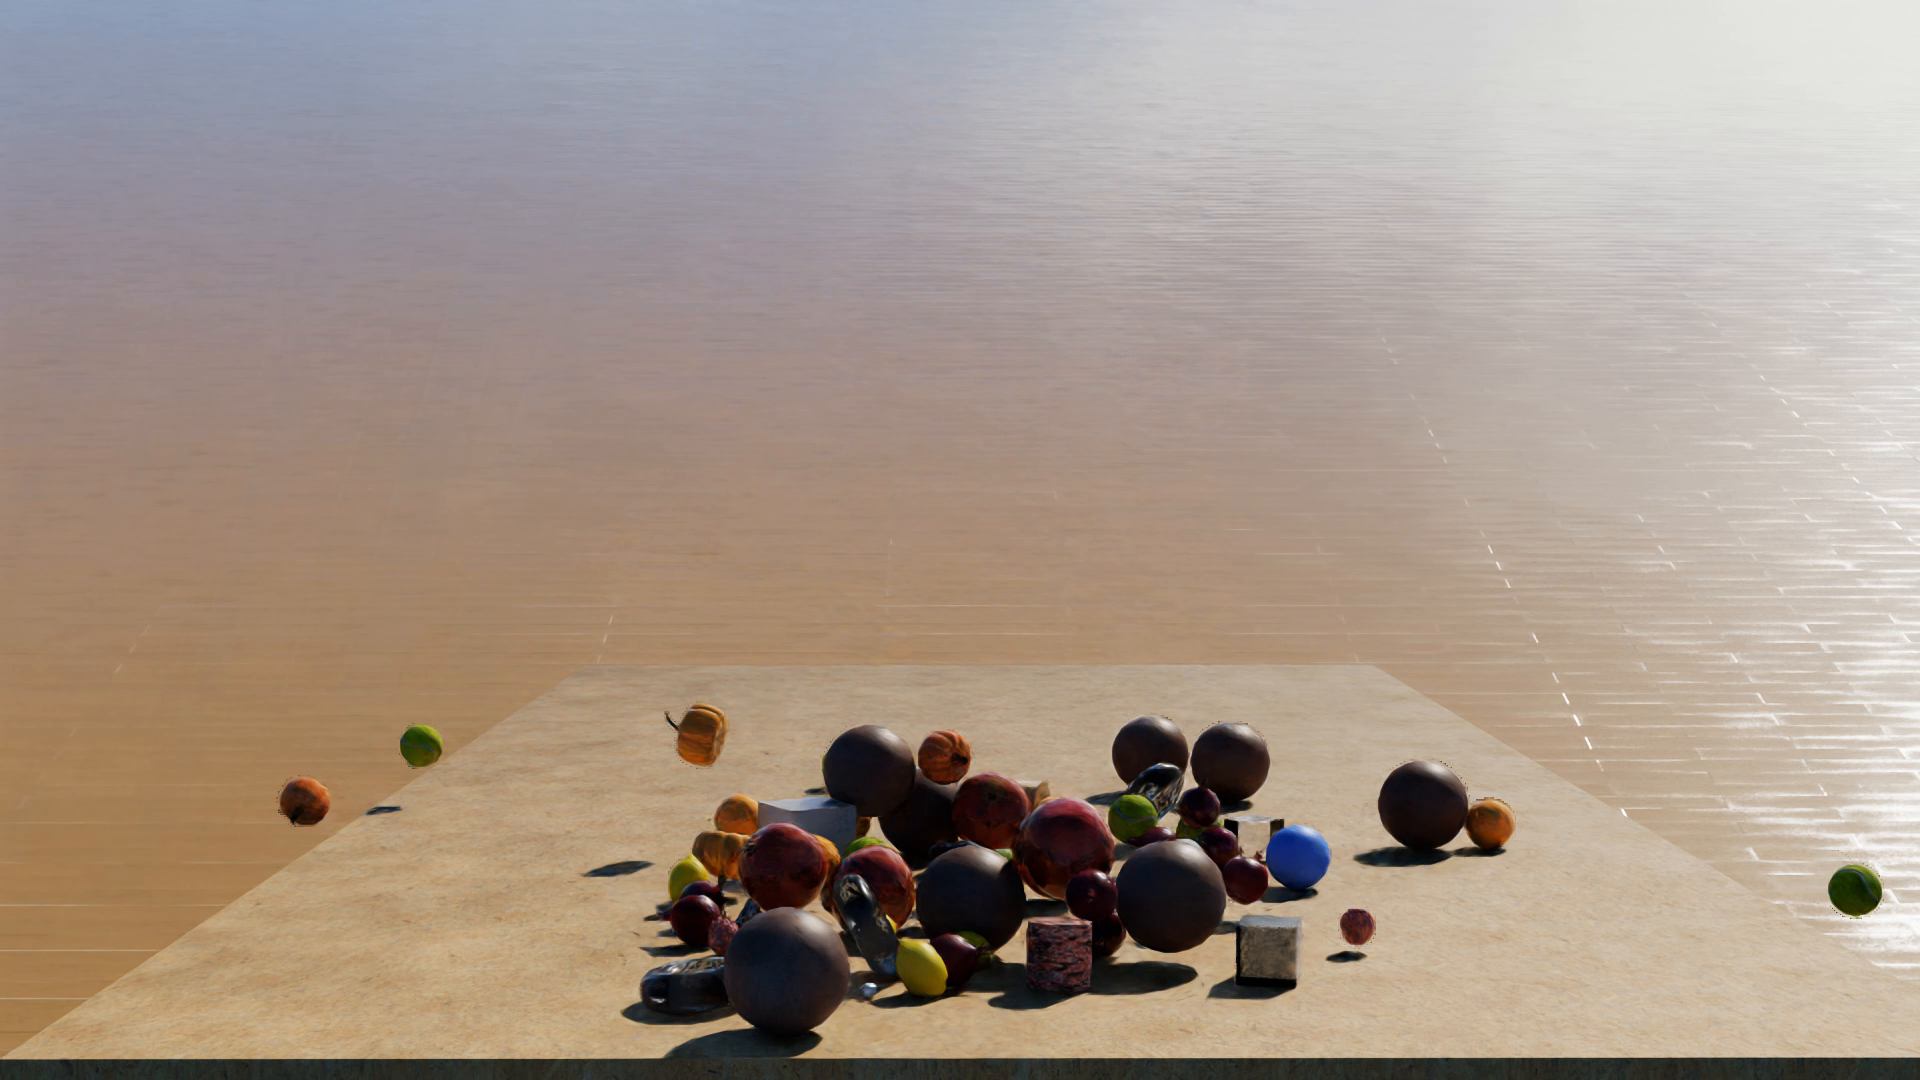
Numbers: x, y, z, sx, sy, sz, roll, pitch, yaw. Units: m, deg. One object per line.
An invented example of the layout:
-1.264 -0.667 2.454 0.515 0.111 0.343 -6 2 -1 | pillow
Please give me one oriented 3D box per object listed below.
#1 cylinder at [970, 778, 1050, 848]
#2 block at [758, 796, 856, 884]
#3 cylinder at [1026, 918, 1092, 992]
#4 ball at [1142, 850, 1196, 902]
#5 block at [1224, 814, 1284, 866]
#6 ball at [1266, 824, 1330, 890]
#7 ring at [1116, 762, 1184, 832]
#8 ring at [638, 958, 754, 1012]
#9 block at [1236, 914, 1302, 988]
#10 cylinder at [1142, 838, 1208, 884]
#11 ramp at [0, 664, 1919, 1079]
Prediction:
0.074 0.401 3.784 0.098 0.098 0.098 1 22 17 | cylinder
-0.210 0.412 3.540 0.099 0.099 0.099 -2 3 -31 | block
0.109 0.457 2.840 0.072 0.072 0.072 2 -2 0 | cylinder
0.272 0.437 3.346 0.068 0.068 0.068 0 22 0 | ball
0.417 0.426 3.650 0.061 0.061 0.061 3 4 45 | block
0.452 0.424 3.439 0.085 0.085 0.085 0 22 0 | ball
0.281 0.380 3.795 0.121 0.121 0.040 -21 52 -41 | ring
-0.282 0.477 2.761 0.125 0.042 0.125 -6 1 0 | ring
0.347 0.460 2.881 0.066 0.066 0.066 1 3 13 | block
0.286 0.434 3.432 0.065 0.065 0.065 15 11 33 | cylinder
0.051 0.464 4.534 2.000 0.100 4.000 0 3 0 | ramp
